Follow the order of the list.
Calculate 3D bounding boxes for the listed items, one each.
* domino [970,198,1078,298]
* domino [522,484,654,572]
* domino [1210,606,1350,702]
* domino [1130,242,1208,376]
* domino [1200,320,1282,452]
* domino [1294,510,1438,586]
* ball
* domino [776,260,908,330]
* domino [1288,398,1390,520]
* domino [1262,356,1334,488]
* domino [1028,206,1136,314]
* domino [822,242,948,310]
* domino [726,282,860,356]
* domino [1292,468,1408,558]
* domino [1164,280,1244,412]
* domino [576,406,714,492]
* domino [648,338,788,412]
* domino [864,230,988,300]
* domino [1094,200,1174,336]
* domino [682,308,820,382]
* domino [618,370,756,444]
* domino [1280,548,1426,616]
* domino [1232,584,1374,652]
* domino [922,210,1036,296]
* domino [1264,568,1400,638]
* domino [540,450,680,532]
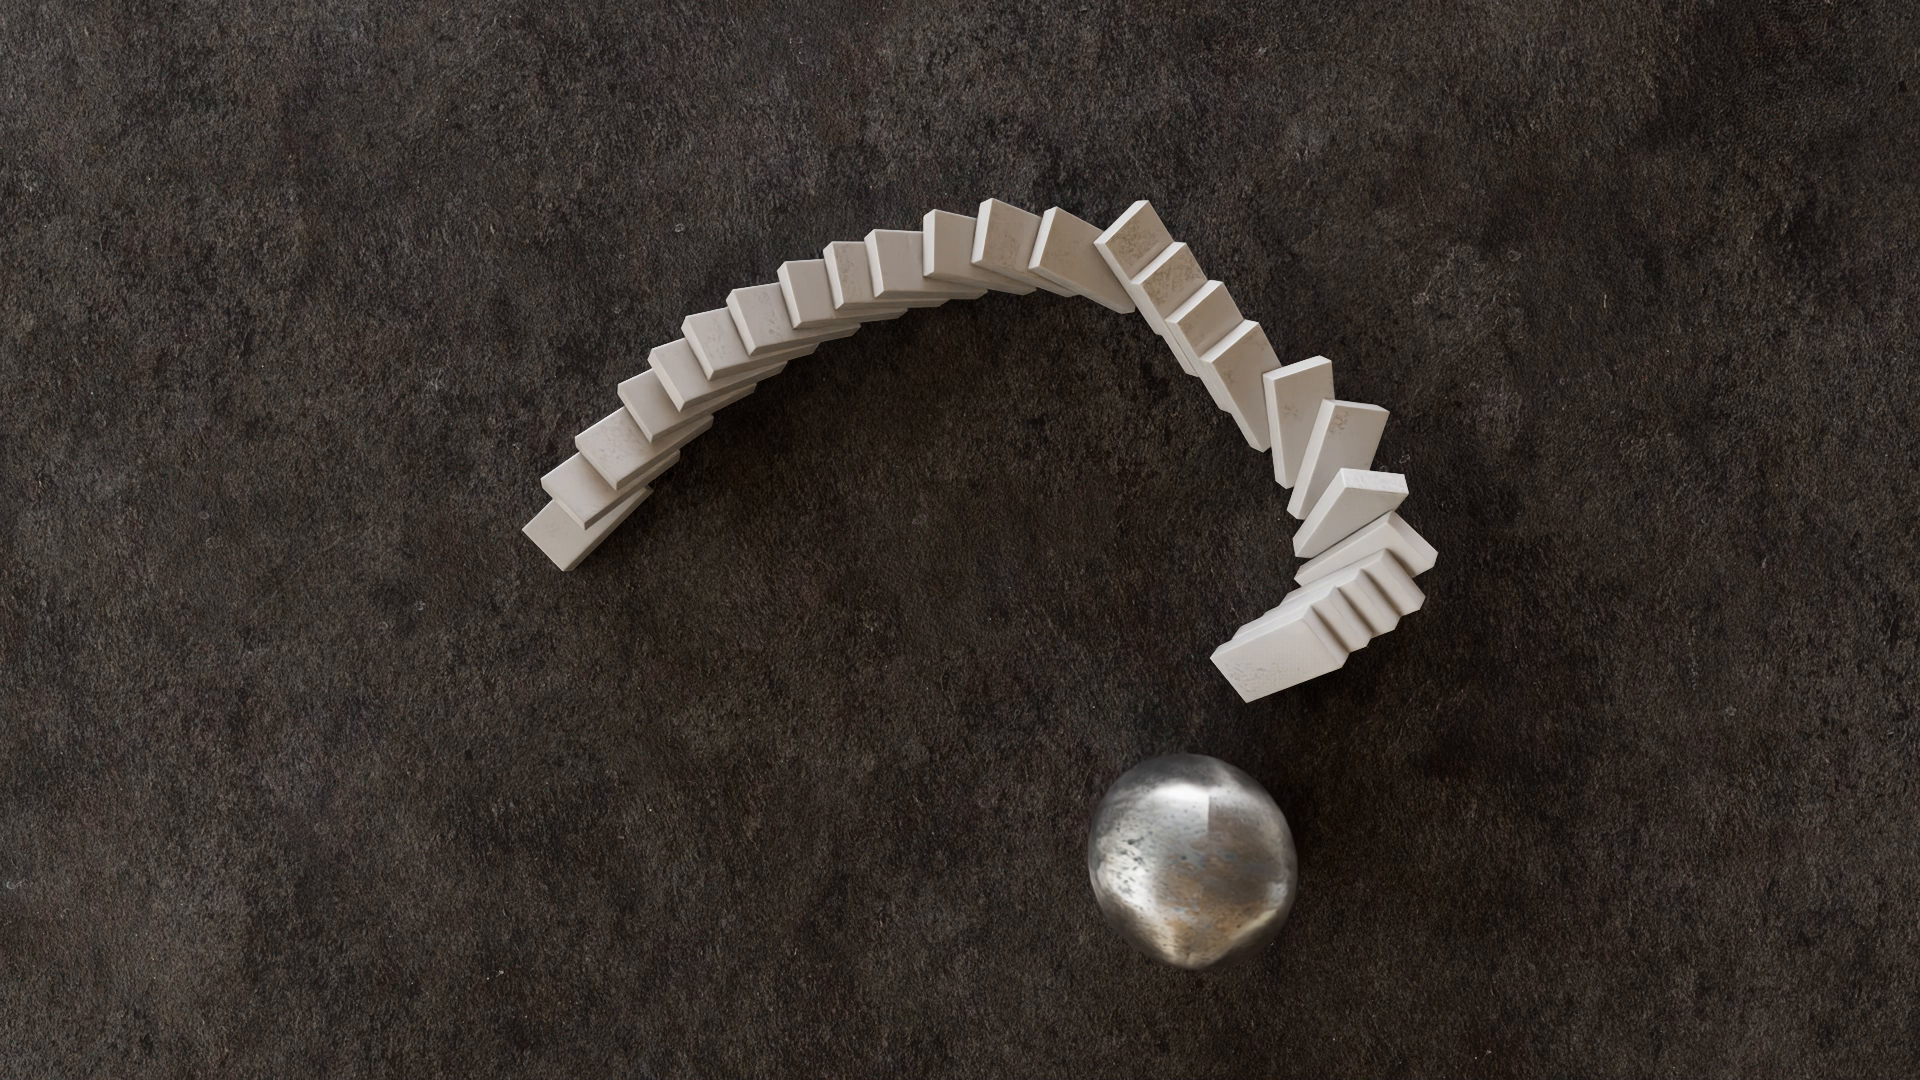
[{"bbox_3d":[0.030,-0.121,0.383,0.050,0.010,0.025,10,90,-30],"label":"domino"},{"bbox_3d":[-0.160,-0.013,0.395,0.050,0.009,0.025,-44,90,0],"label":"domino"},{"bbox_3d":[0.131,0.048,0.378,0.025,0.050,0.010,51,49,0],"label":"domino"},{"bbox_3d":[0.095,-0.096,0.384,0.025,0.009,0.050,-42,118,-1],"label":"domino"},{"bbox_3d":[0.124,-0.064,0.384,0.025,0.010,0.050,-40,117,0],"label":"domino"},{"bbox_3d":[0.166,0.011,0.378,0.025,0.050,0.009,43,50,0],"label":"domino"},{"bbox_3d":[0.090,0.125,0.360,0.080,0.080,0.080,0,90,0],"label":"ball"},{"bbox_3d":[-0.049,-0.104,0.383,0.050,0.010,0.025,-15,90,-31],"label":"domino"},{"bbox_3d":[0.158,-0.032,0.383,0.025,0.009,0.050,5,114,-11],"label":"domino"},{"bbox_3d":[0.144,-0.049,0.384,0.025,0.010,0.050,-18,117,-2],"label":"domino"},{"bbox_3d":[0.055,-0.117,0.385,0.050,0.009,0.025,17,90,-27],"label":"domino"},{"bbox_3d":[-0.030,-0.111,0.383,0.050,0.010,0.025,-11,90,-31],"label":"domino"},{"bbox_3d":[-0.069,-0.094,0.382,0.050,0.009,0.025,-21,88,-33],"label":"domino"},{"bbox_3d":[0.159,-0.009,0.376,0.025,0.050,0.009,6,56,-2],"label":"domino"},{"bbox_3d":[0.109,-0.080,0.384,0.025,0.010,0.050,-41,118,0],"label":"domino"},{"bbox_3d":[-0.131,-0.045,0.384,0.025,0.009,0.050,48,62,1],"label":"domino"},{"bbox_3d":[-0.100,-0.074,0.381,0.050,0.009,0.025,-31,88,-34],"label":"domino"},{"bbox_3d":[-0.014,-0.114,0.382,0.050,0.010,0.025,-9,89,-31],"label":"domino"},{"bbox_3d":[0.080,-0.113,0.384,0.025,0.010,0.050,-45,118,-2],"label":"domino"},{"bbox_3d":[-0.086,-0.085,0.381,0.050,0.010,0.025,-24,85,-34],"label":"domino"},{"bbox_3d":[-0.114,-0.064,0.385,0.050,0.009,0.025,-34,90,-26],"label":"domino"},{"bbox_3d":[0.161,0.025,0.378,0.025,0.050,0.009,51,49,0],"label":"domino"},{"bbox_3d":[0.140,0.040,0.378,0.025,0.050,0.010,51,49,0],"label":"domino"},{"bbox_3d":[0.009,-0.120,0.383,0.050,0.010,0.025,1,90,-30],"label":"domino"},{"bbox_3d":[0.151,0.033,0.378,0.025,0.050,0.010,51,49,0],"label":"domino"},{"bbox_3d":[-0.145,-0.030,0.384,0.025,0.009,0.050,46,62,0],"label":"domino"}]
